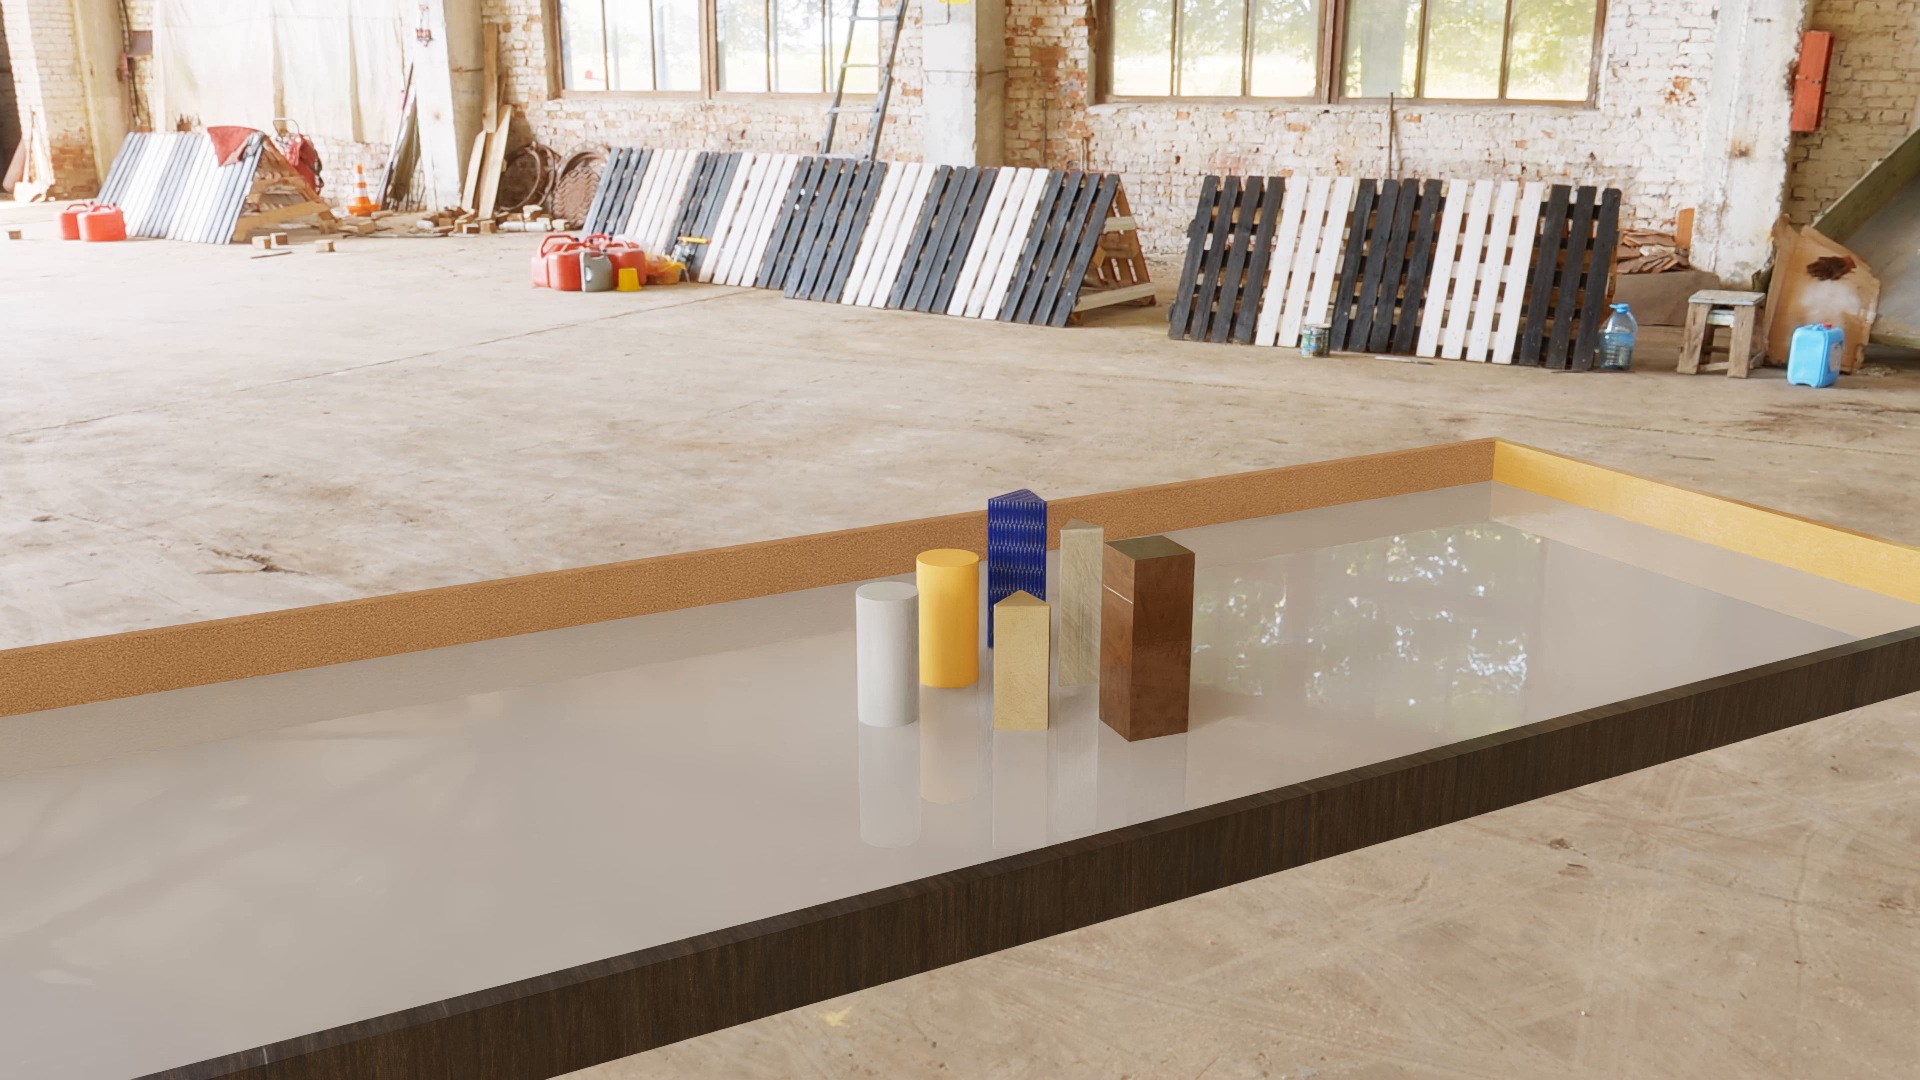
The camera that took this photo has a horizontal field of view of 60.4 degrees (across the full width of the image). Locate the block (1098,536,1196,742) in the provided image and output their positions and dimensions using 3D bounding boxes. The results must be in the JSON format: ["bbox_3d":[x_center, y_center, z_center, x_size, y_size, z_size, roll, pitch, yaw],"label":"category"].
[{"bbox_3d":[0.429,0.226,3.814,0.153,0.436,0.153,-7,18,-21],"label":"block"}]

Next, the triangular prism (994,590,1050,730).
[{"bbox_3d":[0.143,0.280,3.859,0.128,0.306,0.111,0,16,0],"label":"triangular prism"}]

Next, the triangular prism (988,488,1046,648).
[{"bbox_3d":[0.161,0.076,4.376,0.152,0.406,0.131,3,17,12],"label":"triangular prism"}]

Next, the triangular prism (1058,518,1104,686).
[{"bbox_3d":[0.288,0.154,4.112,0.108,0.406,0.093,-4,17,-12],"label":"triangular prism"}]

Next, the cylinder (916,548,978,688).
[{"bbox_3d":[-0.031,0.195,4.132,0.155,0.316,0.155,0,16,0],"label":"cylinder"}]

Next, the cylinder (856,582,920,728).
[{"bbox_3d":[-0.169,0.269,3.889,0.148,0.311,0.148,0,16,0],"label":"cylinder"}]

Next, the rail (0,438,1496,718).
[{"bbox_3d":[-3.305,0.497,3.399,12.000,0.150,0.050,-9,18,-27],"label":"rail"}]

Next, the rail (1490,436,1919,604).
[{"bbox_3d":[2.466,-0.048,5.253,0.050,0.150,2.100,-9,18,-27],"label":"rail"}]

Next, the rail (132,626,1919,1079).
[{"bbox_3d":[-2.336,1.006,1.665,12.000,0.150,0.050,-9,18,-27],"label":"rail"}]
